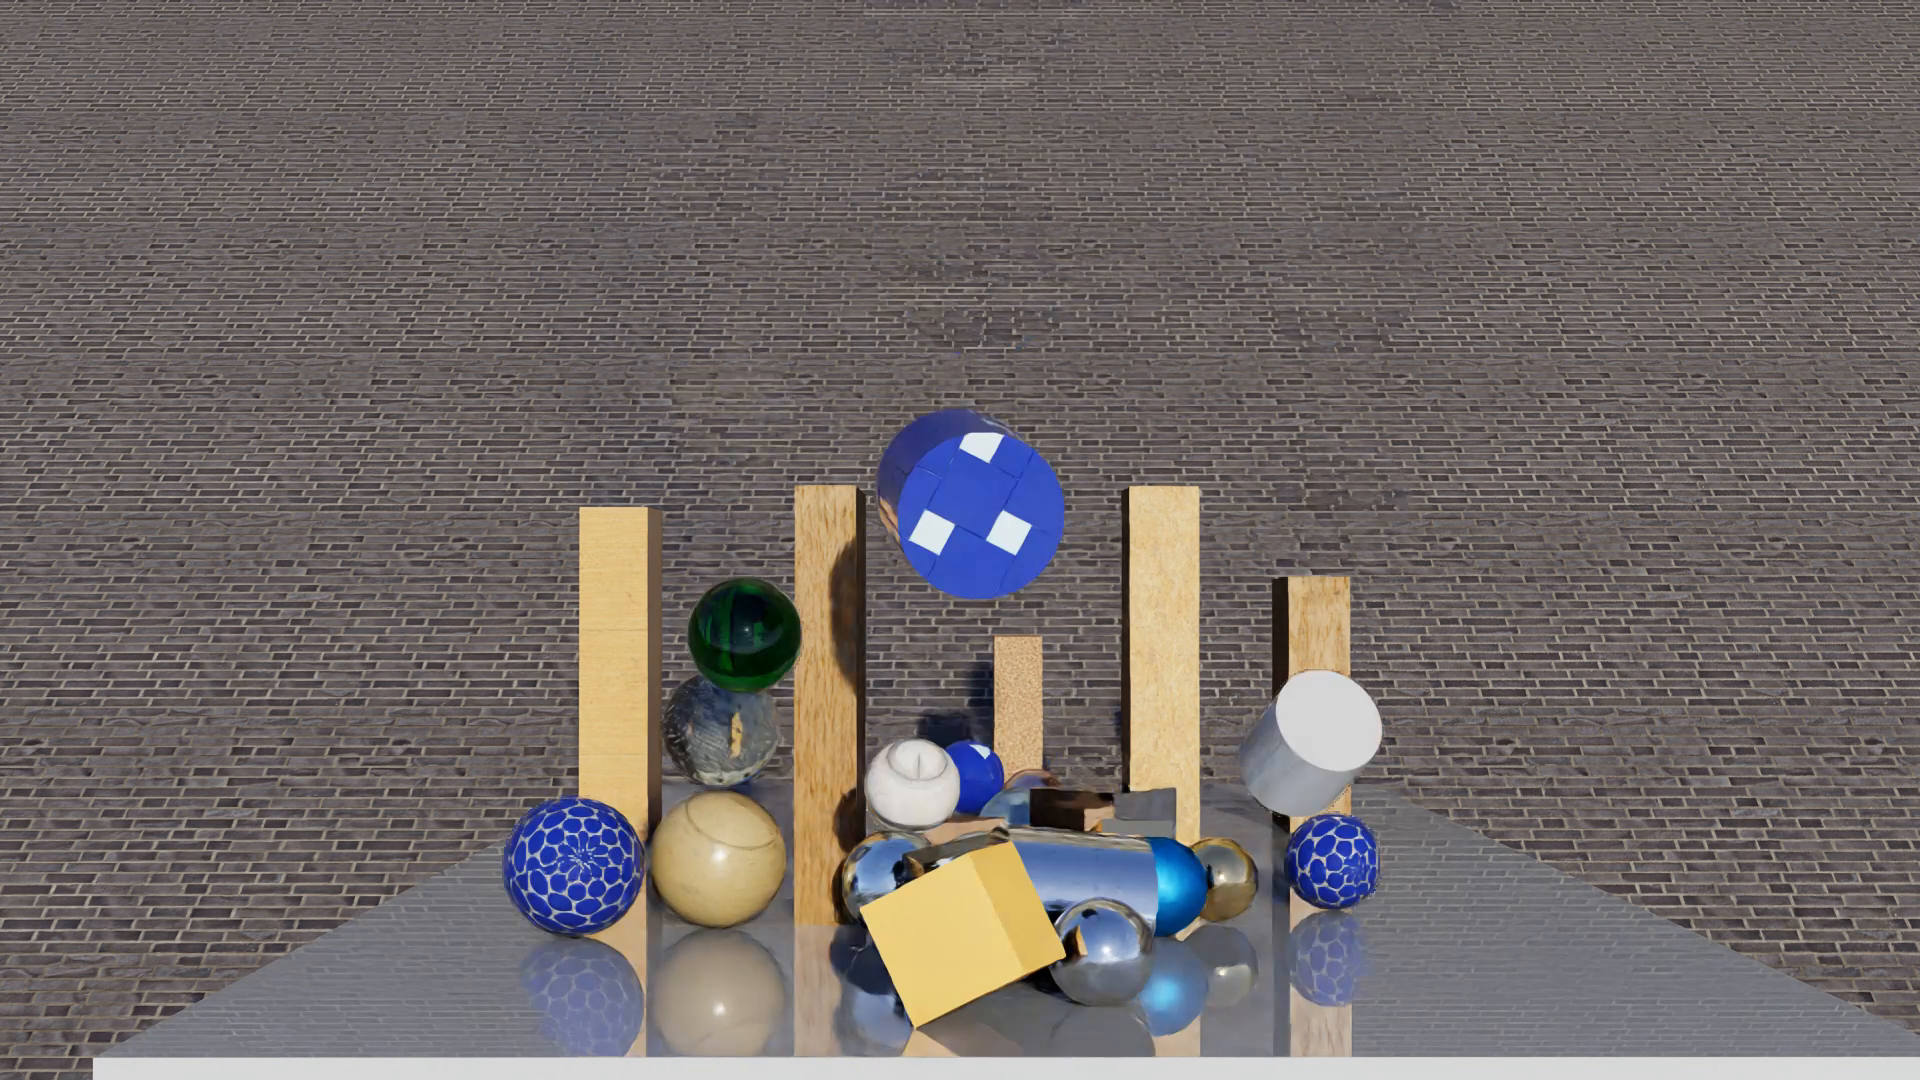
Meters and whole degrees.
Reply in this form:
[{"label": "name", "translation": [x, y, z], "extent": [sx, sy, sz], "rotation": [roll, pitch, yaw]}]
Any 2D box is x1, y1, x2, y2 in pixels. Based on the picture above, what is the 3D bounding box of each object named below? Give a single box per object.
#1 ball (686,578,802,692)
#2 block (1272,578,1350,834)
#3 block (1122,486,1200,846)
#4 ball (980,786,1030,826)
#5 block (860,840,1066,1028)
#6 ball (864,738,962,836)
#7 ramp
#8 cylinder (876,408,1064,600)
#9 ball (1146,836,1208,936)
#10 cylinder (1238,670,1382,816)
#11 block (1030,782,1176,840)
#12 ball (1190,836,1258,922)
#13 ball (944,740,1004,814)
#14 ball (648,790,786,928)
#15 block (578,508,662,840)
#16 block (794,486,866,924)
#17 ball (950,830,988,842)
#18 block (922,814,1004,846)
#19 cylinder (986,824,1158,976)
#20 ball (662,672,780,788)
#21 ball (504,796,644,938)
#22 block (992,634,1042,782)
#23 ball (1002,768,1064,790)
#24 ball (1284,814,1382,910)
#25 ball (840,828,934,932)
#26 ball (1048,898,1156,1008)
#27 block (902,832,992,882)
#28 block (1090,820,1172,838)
[{"label": "ball", "translation": [-0.277, 0.122, 3.344], "extent": [0.149, 0.149, 0.149], "rotation": [0, 33, 0]}, {"label": "block", "translation": [0.744, 0.345, 5.509], "extent": [0.127, 0.530, 0.288], "rotation": [0, -1, 0]}, {"label": "block", "translation": [0.404, 0.250, 5.258], "extent": [0.137, 0.708, 0.267], "rotation": [0, -1, 0]}, {"label": "ball", "translation": [0.106, 0.513, 4.568], "extent": [0.155, 0.155, 0.155], "rotation": [0, 33, 0]}, {"label": "block", "translation": [0.005, 0.456, 3.014], "extent": [0.150, 0.150, 0.150], "rotation": [-29, -11, 18]}, {"label": "ball", "translation": [-0.064, 0.330, 3.472], "extent": [0.130, 0.130, 0.130], "rotation": [0, 33, 0]}, {"label": "ramp", "translation": [0.074, 0.644, 4.768], "extent": [2.000, 0.100, 4.000], "rotation": [0, -1, 0]}, {"label": "cylinder", "translation": [0.009, -0.047, 3.204], "extent": [0.204, 0.204, 0.204], "rotation": [-6, 12, -8]}, {"label": "ball", "translation": [0.286, 0.501, 3.756], "extent": [0.144, 0.144, 0.144], "rotation": [0, 33, 0]}, {"label": "cylinder", "translation": [0.437, 0.256, 3.248], "extent": [0.138, 0.138, 0.138], "rotation": [7, 58, -12]}, {"label": "block", "translation": [0.237, 0.497, 4.297], "extent": [0.174, 0.174, 0.174], "rotation": [-1, -2, 39]}, {"label": "ball", "translation": [0.387, 0.511, 3.911], "extent": [0.126, 0.126, 0.126], "rotation": [0, 33, 0]}, {"label": "ball", "translation": [0.015, 0.449, 4.923], "extent": [0.140, 0.140, 0.140], "rotation": [0, 33, 0]}, {"label": "ball", "translation": [-0.359, 0.473, 3.848], "extent": [0.204, 0.204, 0.204], "rotation": [0, 33, 0]}, {"label": "block", "translation": [-0.699, 0.272, 5.354], "extent": [0.137, 0.671, 0.254], "rotation": [0, -1, 0]}, {"label": "block", "translation": [-0.202, 0.251, 4.093], "extent": [0.093, 0.658, 0.394], "rotation": [0, -1, 0]}, {"label": "ball", "translation": [0.031, 0.489, 3.632], "extent": [0.163, 0.163, 0.163], "rotation": [0, 33, 0]}, {"label": "block", "translation": [-0.022, 0.515, 4.162], "extent": [0.134, 0.134, 0.134], "rotation": [-1, -1, 34]}, {"label": "cylinder", "translation": [0.134, 0.461, 3.300], "extent": [0.186, 0.186, 0.186], "rotation": [6, 32, -13]}, {"label": "ball", "translation": [-0.352, 0.277, 3.830], "extent": [0.175, 0.175, 0.175], "rotation": [0, 33, 0]}, {"label": "ball", "translation": [-0.557, 0.472, 3.750], "extent": [0.202, 0.202, 0.202], "rotation": [0, 33, 0]}, {"label": "block", "translation": [0.130, 0.418, 5.906], "extent": [0.106, 0.401, 0.294], "rotation": [0, -1, 0]}, {"label": "ball", "translation": [0.148, 0.532, 5.218], "extent": [0.145, 0.145, 0.145], "rotation": [0, 33, 0]}, {"label": "ball", "translation": [0.583, 0.504, 4.063], "extent": [0.151, 0.151, 0.151], "rotation": [0, 33, 0]}, {"label": "ball", "translation": [-0.093, 0.494, 3.734], "extent": [0.156, 0.156, 0.156], "rotation": [0, 33, 0]}, {"label": "ball", "translation": [0.170, 0.496, 3.123], "extent": [0.132, 0.132, 0.132], "rotation": [0, 33, 0]}, {"label": "block", "translation": [0.021, 0.479, 3.447], "extent": [0.147, 0.147, 0.147], "rotation": [-12, 1, -12]}, {"label": "block", "translation": [0.258, 0.502, 3.984], "extent": [0.113, 0.113, 0.113], "rotation": [3, 66, -14]}]
